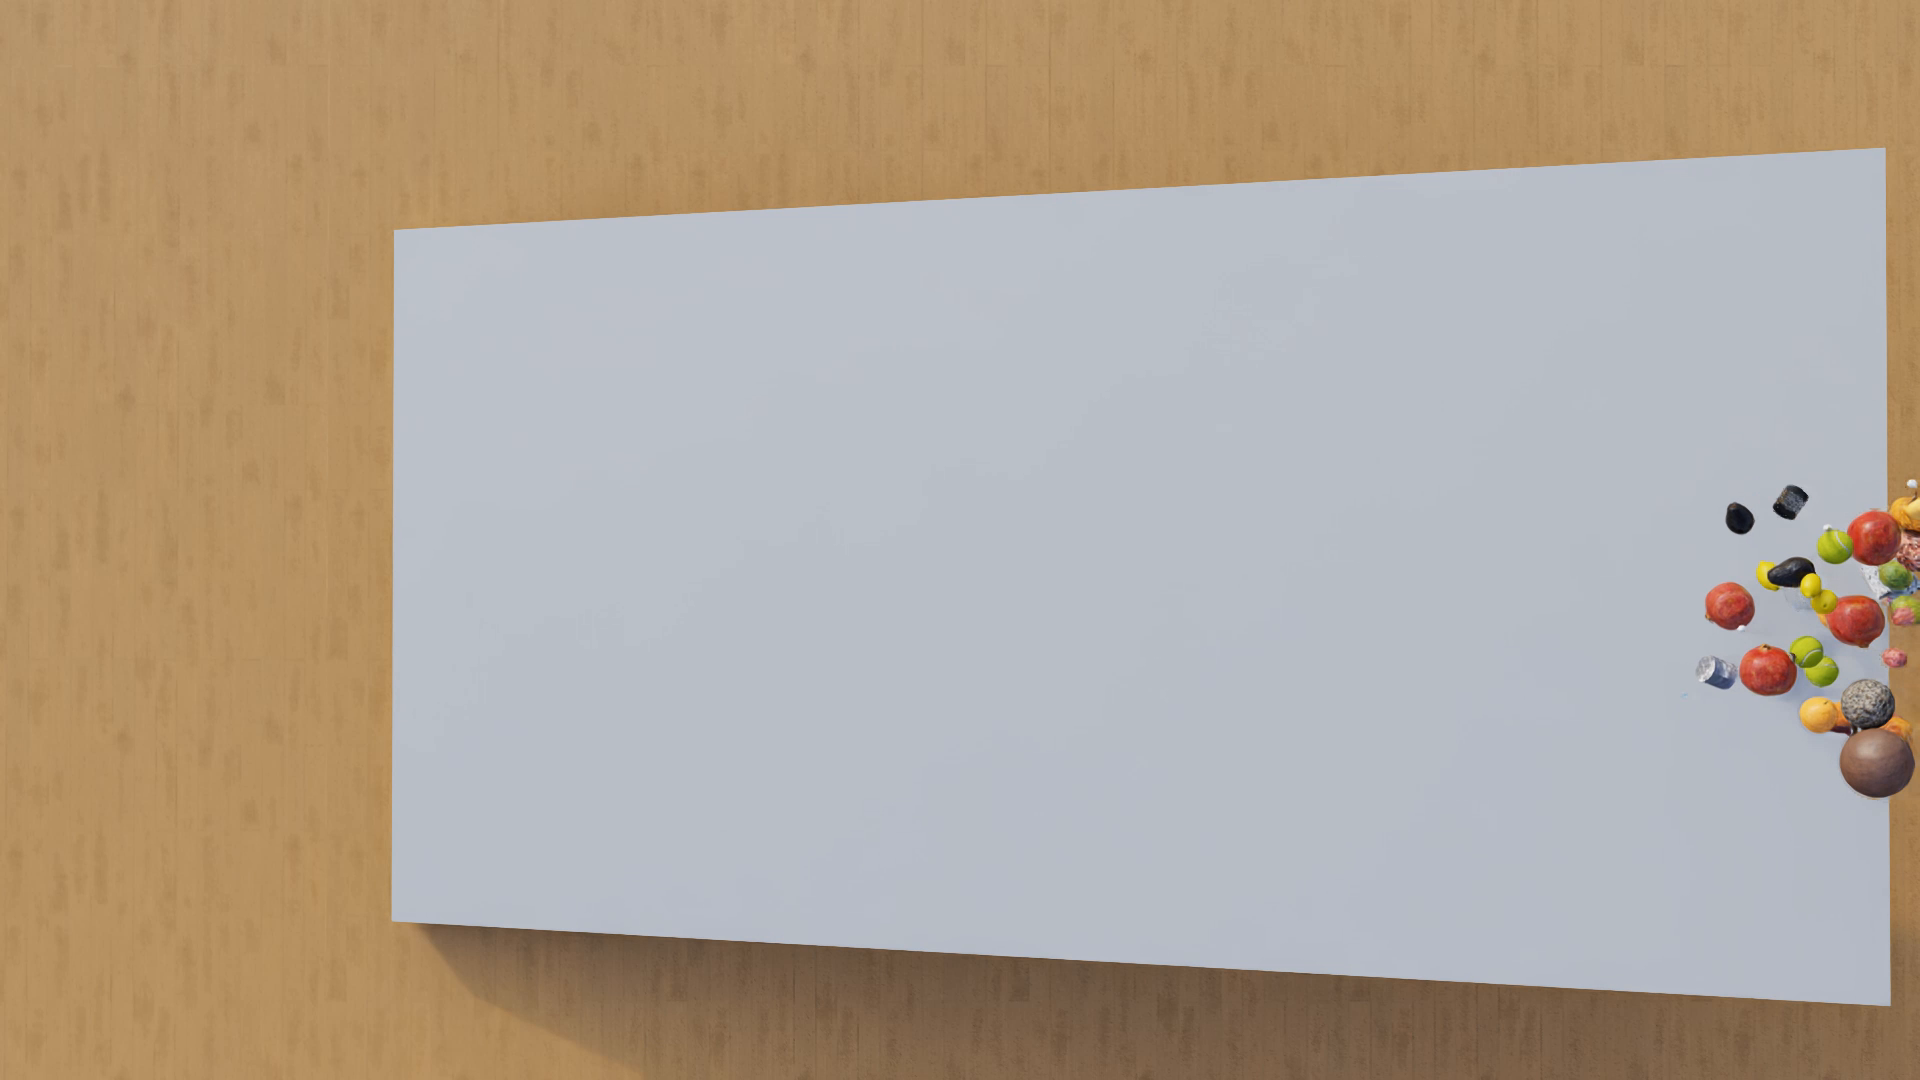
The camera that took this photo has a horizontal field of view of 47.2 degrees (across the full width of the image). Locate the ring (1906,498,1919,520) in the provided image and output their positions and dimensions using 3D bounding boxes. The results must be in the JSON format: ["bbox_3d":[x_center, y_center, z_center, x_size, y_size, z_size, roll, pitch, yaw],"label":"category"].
[{"bbox_3d":[1.946,-0.069,4.421,0.088,0.088,0.029,-20,68,0],"label":"ring"}]

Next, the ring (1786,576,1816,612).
[{"bbox_3d":[1.961,0.125,5.131,0.083,0.028,0.083,4,82,-26],"label":"ring"}]

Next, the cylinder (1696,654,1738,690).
[{"bbox_3d":[1.672,0.293,4.861,0.061,0.061,0.061,21,89,-17],"label":"cylinder"}]

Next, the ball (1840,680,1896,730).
[{"bbox_3d":[1.709,0.310,4.139,0.095,0.095,0.095,0,89,0],"label":"ball"}]

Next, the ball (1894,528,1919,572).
[{"bbox_3d":[2.044,0.020,4.689,0.095,0.095,0.095,0,89,0],"label":"ball"}]

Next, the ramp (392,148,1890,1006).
[{"bbox_3d":[0.276,0.093,5.791,4.000,0.100,2.000,0,89,18],"label":"ramp"}]

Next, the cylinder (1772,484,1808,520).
[{"bbox_3d":[1.774,-0.080,4.696,0.053,0.053,0.053,40,74,1],"label":"cylinder"}]

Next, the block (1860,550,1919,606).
[{"bbox_3d":[2.137,0.087,5.045,0.083,0.083,0.083,-37,53,27],"label":"block"}]
